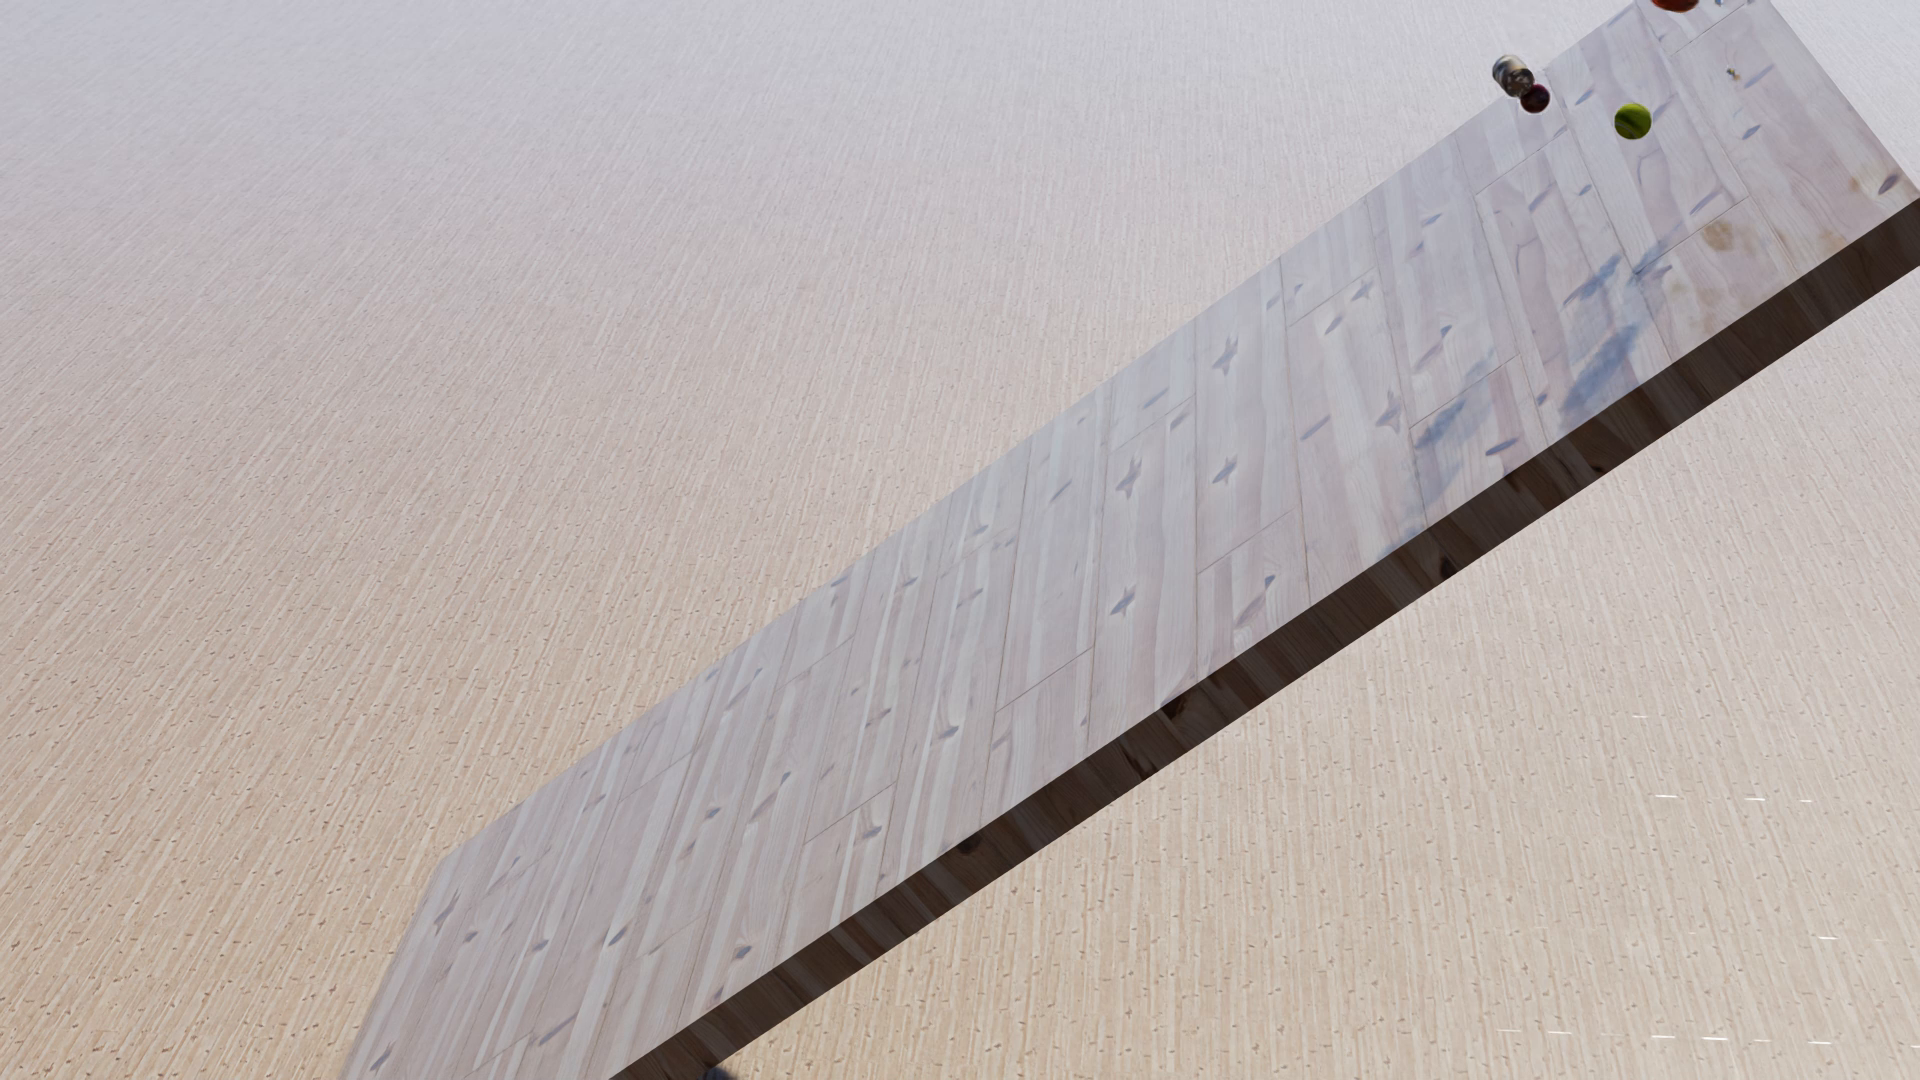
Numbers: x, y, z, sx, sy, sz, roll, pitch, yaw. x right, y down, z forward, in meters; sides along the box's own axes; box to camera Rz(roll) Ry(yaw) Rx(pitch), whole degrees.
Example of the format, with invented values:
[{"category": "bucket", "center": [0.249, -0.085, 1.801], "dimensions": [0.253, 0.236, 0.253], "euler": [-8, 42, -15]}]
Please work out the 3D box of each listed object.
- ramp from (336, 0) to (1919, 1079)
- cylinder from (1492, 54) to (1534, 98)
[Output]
[{"category": "ramp", "center": [0.123, 0.183, 6.335], "dimensions": [4.000, 0.100, 2.000], "euler": [-35, 16, 18]}, {"category": "cylinder", "center": [1.068, -0.896, 5.678], "dimensions": [0.062, 0.062, 0.062], "euler": [-6, 36, -13]}]
